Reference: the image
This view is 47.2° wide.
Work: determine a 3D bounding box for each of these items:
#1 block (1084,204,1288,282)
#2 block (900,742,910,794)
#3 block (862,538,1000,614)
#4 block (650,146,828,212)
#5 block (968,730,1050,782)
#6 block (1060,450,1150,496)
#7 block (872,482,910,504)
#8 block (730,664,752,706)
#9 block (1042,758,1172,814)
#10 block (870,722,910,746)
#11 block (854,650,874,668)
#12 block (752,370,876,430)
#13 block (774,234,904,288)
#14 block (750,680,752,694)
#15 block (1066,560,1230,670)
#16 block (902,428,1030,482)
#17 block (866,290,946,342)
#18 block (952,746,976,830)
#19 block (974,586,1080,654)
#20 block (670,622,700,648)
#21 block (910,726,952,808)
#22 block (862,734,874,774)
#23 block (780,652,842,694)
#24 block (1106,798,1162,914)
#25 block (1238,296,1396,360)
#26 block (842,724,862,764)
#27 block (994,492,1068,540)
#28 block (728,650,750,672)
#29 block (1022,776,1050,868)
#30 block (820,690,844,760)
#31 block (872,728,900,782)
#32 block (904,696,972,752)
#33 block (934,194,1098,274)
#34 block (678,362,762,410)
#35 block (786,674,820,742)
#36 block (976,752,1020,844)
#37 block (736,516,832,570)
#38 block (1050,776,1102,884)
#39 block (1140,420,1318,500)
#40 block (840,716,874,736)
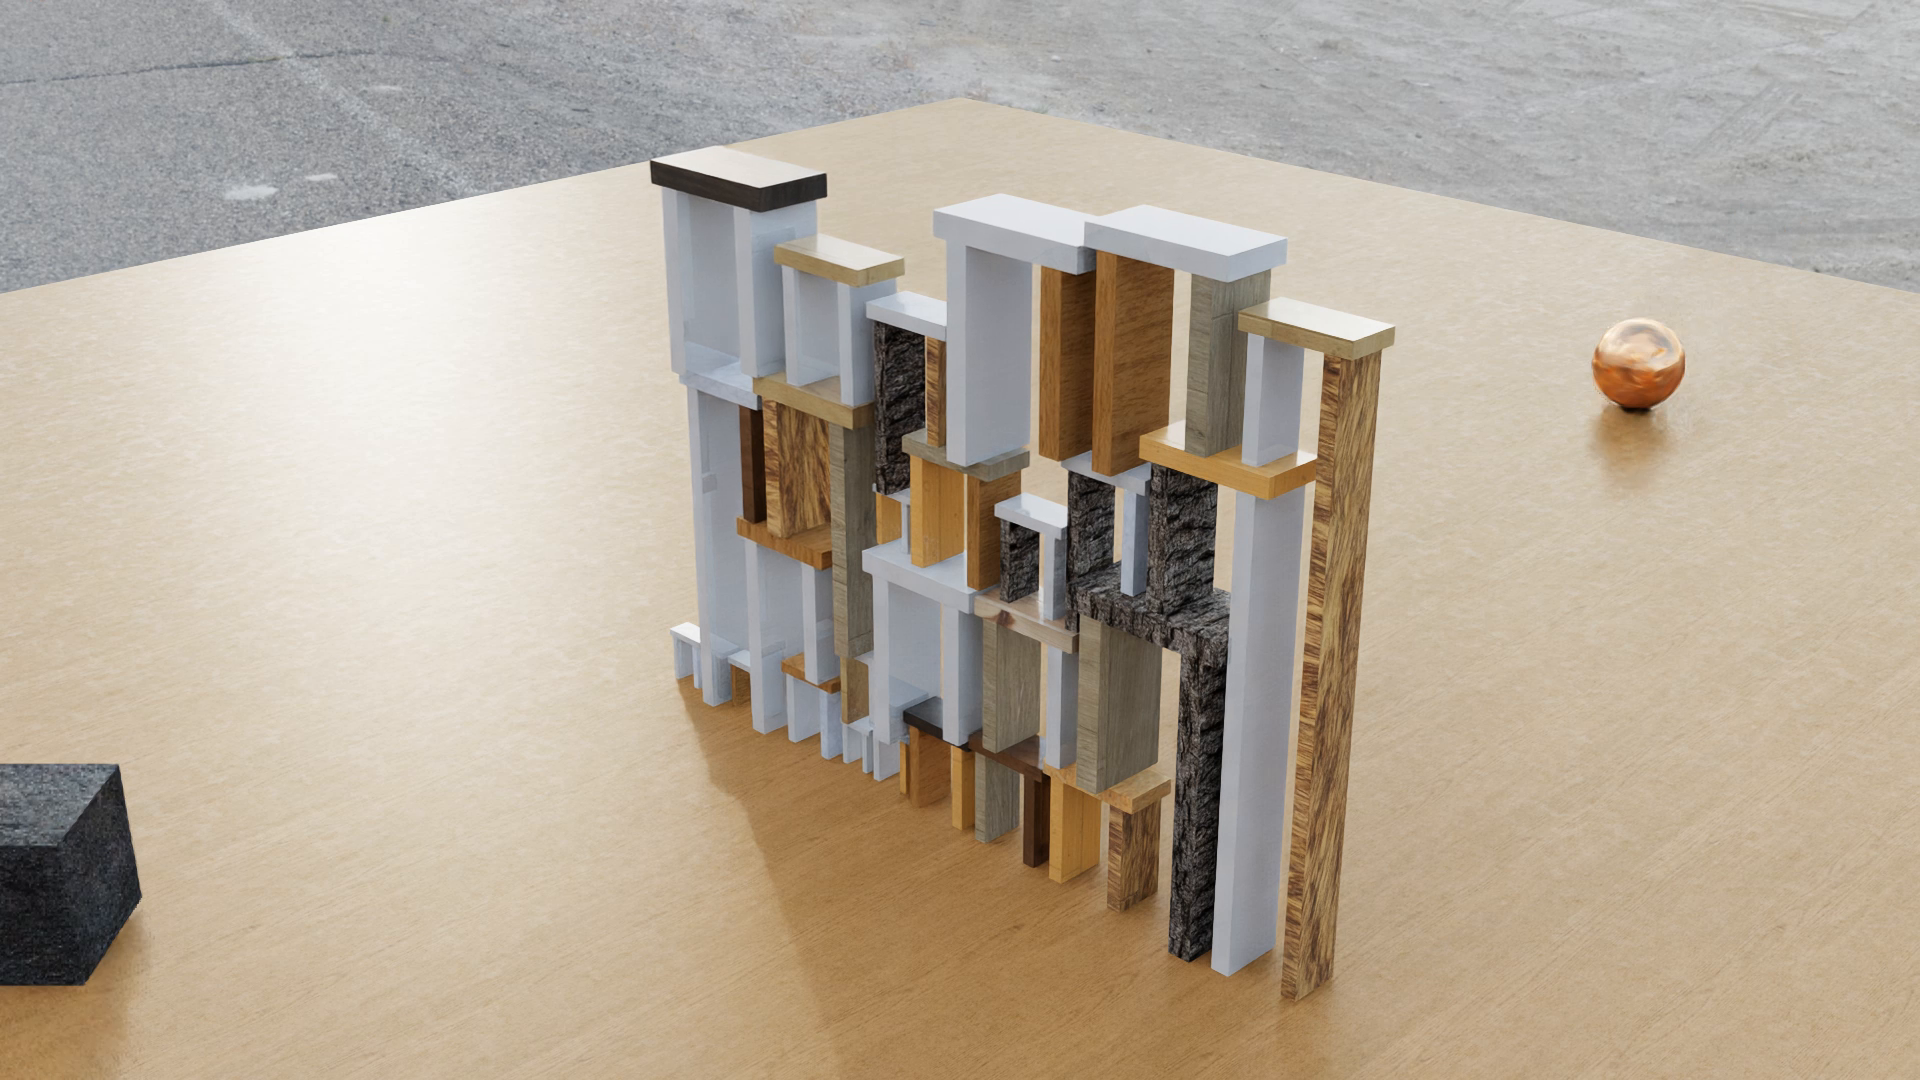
[{"bbox_3d":[0.369,-0.490,3.614,0.305,0.043,0.153,21,31,41],"label":"block"},{"bbox_3d":[-0.096,0.459,4.526,0.017,0.120,0.060,21,31,41],"label":"block"},{"bbox_3d":[-0.037,0.061,4.282,0.293,0.041,0.146,21,31,40],"label":"block"},{"bbox_3d":[-0.445,-0.723,4.393,0.172,0.049,0.344,-21,31,-40],"label":"block"},{"bbox_3d":[0.120,0.408,4.262,0.098,0.028,0.196,-21,31,-40],"label":"block"},{"bbox_3d":[0.282,-0.128,3.863,0.098,0.028,0.195,-21,31,-41],"label":"block"},{"bbox_3d":[-0.115,-0.096,4.304,0.107,0.015,0.054,21,31,40],"label":"block"},{"bbox_3d":[-0.484,0.314,4.891,0.014,0.101,0.050,21,31,41],"label":"block"},{"bbox_3d":[0.274,0.441,4.115,0.221,0.031,0.111,21,31,41],"label":"block"},{"bbox_3d":[-0.124,0.385,4.526,0.120,0.017,0.060,21,31,41],"label":"block"},{"bbox_3d":[-0.188,0.228,4.520,0.064,0.018,0.129,-21,31,-41],"label":"block"},{"bbox_3d":[-0.260,-0.295,4.382,0.149,0.042,0.299,-22,31,-40],"label":"block"},{"bbox_3d":[-0.234,-0.540,4.241,0.121,0.034,0.242,-21,31,-40],"label":"block"},{"bbox_3d":[-0.437,0.333,4.847,0.014,0.101,0.050,21,31,41],"label":"block"},{"bbox_3d":[0.375,0.124,3.867,0.348,0.049,0.174,21,31,41],"label":"block"},{"bbox_3d":[0.010,-0.168,4.146,0.227,0.032,0.113,21,31,40],"label":"block"},{"bbox_3d":[-0.065,-0.420,4.116,0.106,0.030,0.212,-21,31,-40],"label":"block"},{"bbox_3d":[0.026,0.480,4.396,0.026,0.183,0.091,21,31,41],"label":"block"},{"bbox_3d":[0.158,0.140,4.104,0.247,0.035,0.124,21,31,40],"label":"block"},{"bbox_3d":[-0.602,0.215,4.968,0.104,0.015,0.052,21,31,41],"label":"block"},{"bbox_3d":[-0.060,0.446,4.475,0.026,0.183,0.091,21,31,41],"label":"block"},{"bbox_3d":[-0.183,0.440,4.608,0.013,0.091,0.045,21,31,41],"label":"block"},{"bbox_3d":[-0.297,0.279,4.665,0.159,0.023,0.080,21,31,40],"label":"block"},{"bbox_3d":[0.326,0.578,4.116,0.031,0.221,0.111,21,31,41],"label":"block"},{"bbox_3d":[0.563,-0.336,3.478,0.222,0.031,0.111,21,31,41],"label":"block"},{"bbox_3d":[-0.226,0.423,4.647,0.013,0.091,0.045,21,31,41],"label":"block"},{"bbox_3d":[0.152,-0.044,4.040,0.166,0.023,0.083,21,31,40],"label":"block"},{"bbox_3d":[-0.460,0.271,4.846,0.101,0.014,0.050,21,31,41],"label":"block"},{"bbox_3d":[0.167,0.529,4.264,0.028,0.196,0.098,21,31,41],"label":"block"},{"bbox_3d":[-0.259,0.378,4.665,0.080,0.159,0.023,-21,31,-41],"label":"block"},{"bbox_3d":[-0.153,0.437,4.578,0.060,0.120,0.017,-21,31,-41],"label":"block"},{"bbox_3d":[-0.017,0.367,4.395,0.183,0.026,0.091,21,31,40],"label":"block"},{"bbox_3d":[0.135,-0.539,3.849,0.172,0.049,0.345,-21,31,-40],"label":"block"},{"bbox_3d":[-0.458,-0.331,4.587,0.127,0.036,0.255,-21,30,-41],"label":"block"},{"bbox_3d":[-0.334,0.349,4.734,0.080,0.159,0.023,-21,31,-41],"label":"block"},{"bbox_3d":[0.074,0.492,4.349,0.028,0.196,0.098,21,31,41],"label":"block"},{"bbox_3d":[-0.327,-0.011,4.580,0.135,0.038,0.269,-21,31,-40],"label":"block"},{"bbox_3d":[0.222,0.537,4.212,0.031,0.221,0.111,21,31,41],"label":"block"},{"bbox_3d":[0.448,-0.138,3.671,0.274,0.039,0.137,21,31,41],"label":"block"},{"bbox_3d":[-0.205,0.384,4.607,0.045,0.013,0.091,-21,31,-41],"label":"block"}]
